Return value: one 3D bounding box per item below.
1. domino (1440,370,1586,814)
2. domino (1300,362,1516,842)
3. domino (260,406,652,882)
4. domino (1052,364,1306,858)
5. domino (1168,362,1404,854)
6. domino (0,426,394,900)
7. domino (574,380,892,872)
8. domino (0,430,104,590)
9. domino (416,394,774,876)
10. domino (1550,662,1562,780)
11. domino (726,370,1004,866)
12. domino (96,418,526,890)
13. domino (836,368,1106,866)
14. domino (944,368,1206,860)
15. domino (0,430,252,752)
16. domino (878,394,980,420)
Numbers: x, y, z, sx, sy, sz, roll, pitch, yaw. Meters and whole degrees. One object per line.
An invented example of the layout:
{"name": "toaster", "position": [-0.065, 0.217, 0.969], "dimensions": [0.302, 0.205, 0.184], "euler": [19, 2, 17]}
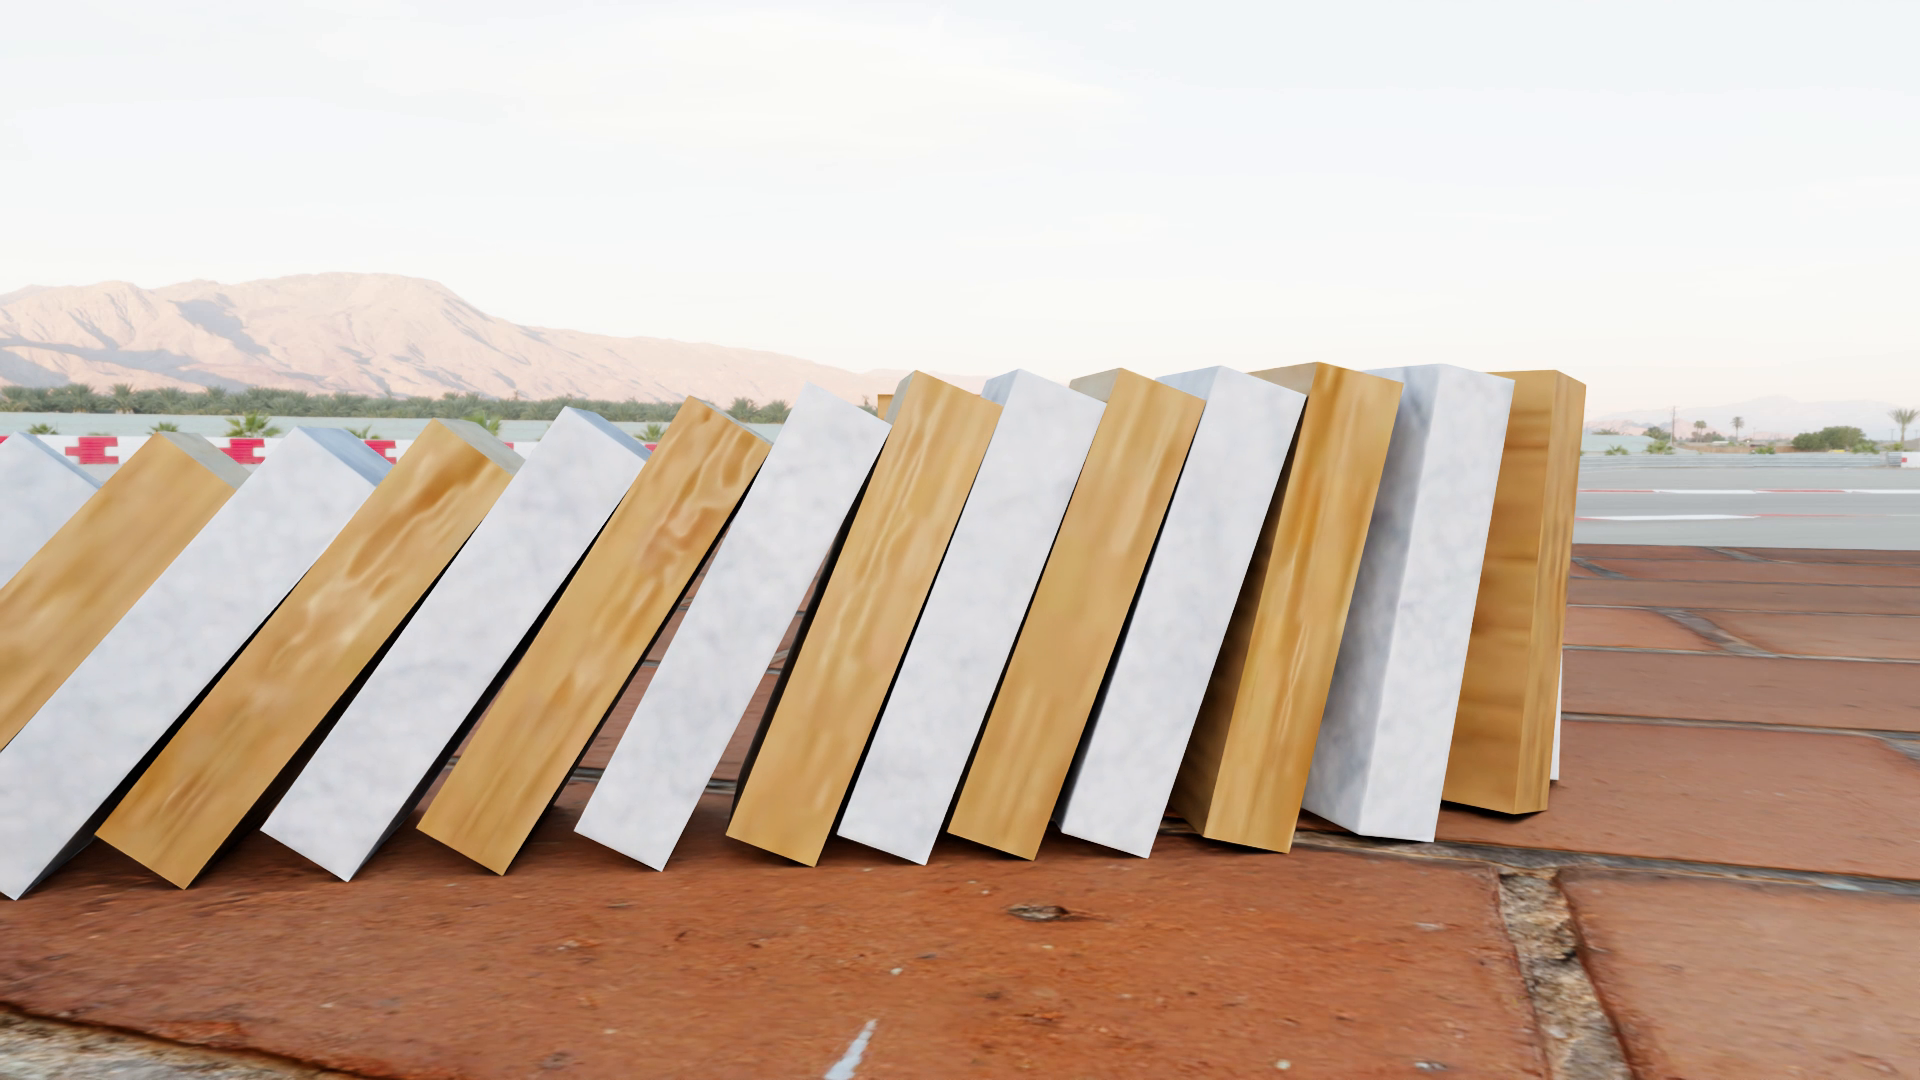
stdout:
{"name": "domino", "position": [0.059, 0.005, 0.156], "dimensions": [0.009, 0.050, 0.025], "euler": [8, -2, -44]}
{"name": "domino", "position": [0.046, 0.006, 0.147], "dimensions": [0.010, 0.050, 0.025], "euler": [9, 1, -19]}
{"name": "domino", "position": [-0.051, 0.009, 0.137], "dimensions": [0.010, 0.050, 0.025], "euler": [35, -2, -10]}
{"name": "domino", "position": [0.021, 0.007, 0.143], "dimensions": [0.009, 0.050, 0.025], "euler": [18, 2, -8]}
{"name": "domino", "position": [0.034, 0.006, 0.144], "dimensions": [0.010, 0.050, 0.025], "euler": [13, 3, -8]}
{"name": "domino", "position": [-0.079, 0.010, 0.133], "dimensions": [0.010, 0.050, 0.025], "euler": [41, -7, -14]}
{"name": "domino", "position": [-0.024, 0.008, 0.139], "dimensions": [0.010, 0.050, 0.025], "euler": [27, 1, -8]}
{"name": "domino", "position": [-0.108, 0.011, 0.128], "dimensions": [0.010, 0.050, 0.025], "euler": [45, -20, -26]}
{"name": "domino", "position": [-0.037, 0.009, 0.138], "dimensions": [0.010, 0.050, 0.025], "euler": [32, 0, -8]}
{"name": "domino", "position": [0.065, 0.005, 0.168], "dimensions": [0.025, 0.050, 0.009], "euler": [2, -2, 23]}
{"name": "domino", "position": [-0.011, 0.007, 0.140], "dimensions": [0.010, 0.050, 0.025], "euler": [22, 2, -8]}
{"name": "domino", "position": [-0.065, 0.010, 0.135], "dimensions": [0.009, 0.050, 0.025], "euler": [38, -4, -12]}
{"name": "domino", "position": [0.000, 0.007, 0.141], "dimensions": [0.010, 0.050, 0.025], "euler": [21, 2, -8]}
{"name": "domino", "position": [0.010, 0.007, 0.142], "dimensions": [0.009, 0.050, 0.025], "euler": [20, 2, -8]}
{"name": "domino", "position": [-0.094, 0.011, 0.131], "dimensions": [0.009, 0.050, 0.025], "euler": [43, -12, -20]}
{"name": "domino", "position": [0.000, 0.002, 0.201], "dimensions": [0.025, 0.050, 0.010], "euler": [0, 4, 0]}
